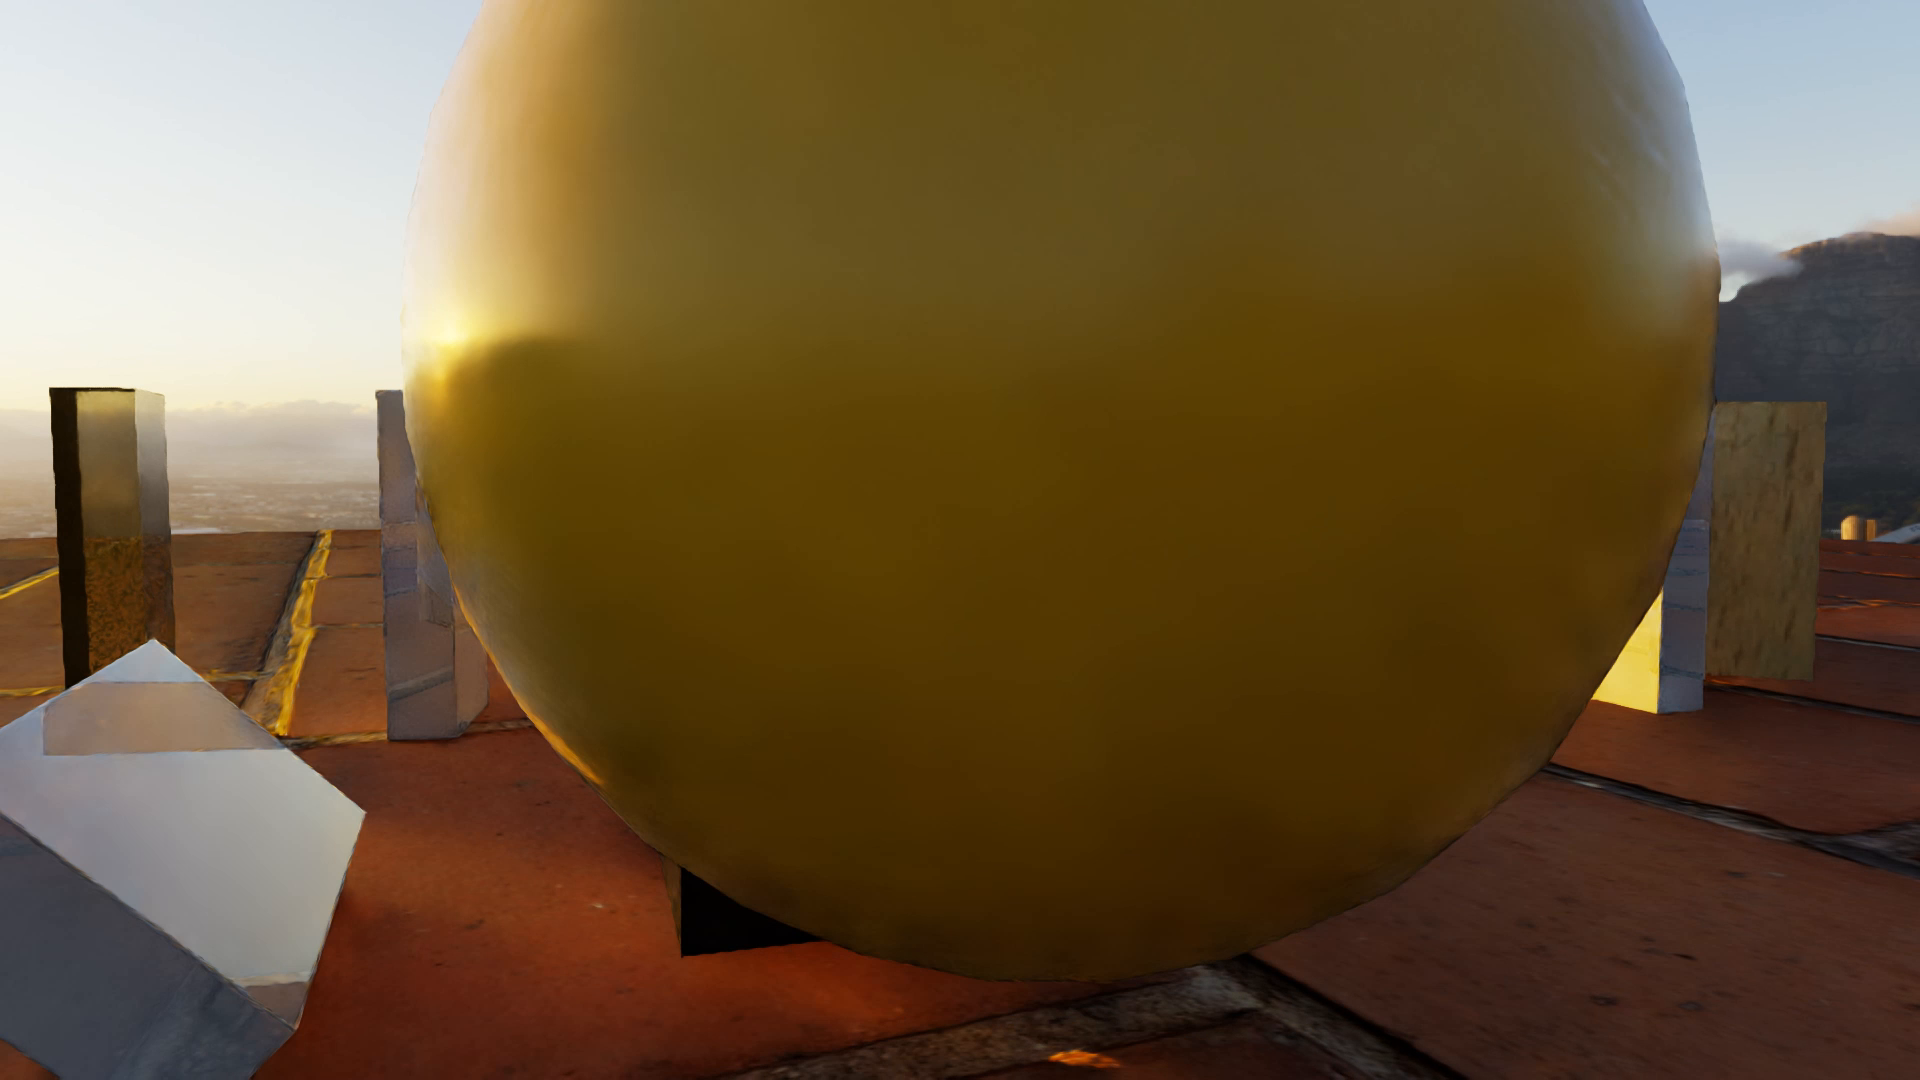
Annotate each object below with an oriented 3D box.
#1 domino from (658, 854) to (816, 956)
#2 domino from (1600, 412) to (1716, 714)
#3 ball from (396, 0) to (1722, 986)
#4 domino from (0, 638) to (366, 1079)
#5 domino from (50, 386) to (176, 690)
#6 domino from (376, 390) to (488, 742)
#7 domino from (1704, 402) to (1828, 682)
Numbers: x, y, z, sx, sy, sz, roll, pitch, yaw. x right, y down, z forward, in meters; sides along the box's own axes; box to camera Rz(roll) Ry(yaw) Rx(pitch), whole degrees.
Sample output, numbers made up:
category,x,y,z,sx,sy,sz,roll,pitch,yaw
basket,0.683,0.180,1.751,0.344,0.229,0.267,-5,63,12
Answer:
category,x,y,z,sx,sy,sz,roll,pitch,yaw
domino,-0.018,0.028,0.134,0.025,0.009,0.050,-1,4,-17
domino,0.110,0.002,0.214,0.010,0.050,0.025,-2,5,-19
ball,0.005,-0.012,0.087,0.080,0.080,0.080,0,4,0
domino,-0.061,0.023,0.097,0.010,0.025,0.050,-46,17,-11
domino,-0.121,0.004,0.184,0.009,0.050,0.025,-2,5,-24
domino,-0.080,0.003,0.195,0.010,0.050,0.025,-1,4,-10
domino,0.144,0.000,0.238,0.025,0.050,0.010,2,5,24
